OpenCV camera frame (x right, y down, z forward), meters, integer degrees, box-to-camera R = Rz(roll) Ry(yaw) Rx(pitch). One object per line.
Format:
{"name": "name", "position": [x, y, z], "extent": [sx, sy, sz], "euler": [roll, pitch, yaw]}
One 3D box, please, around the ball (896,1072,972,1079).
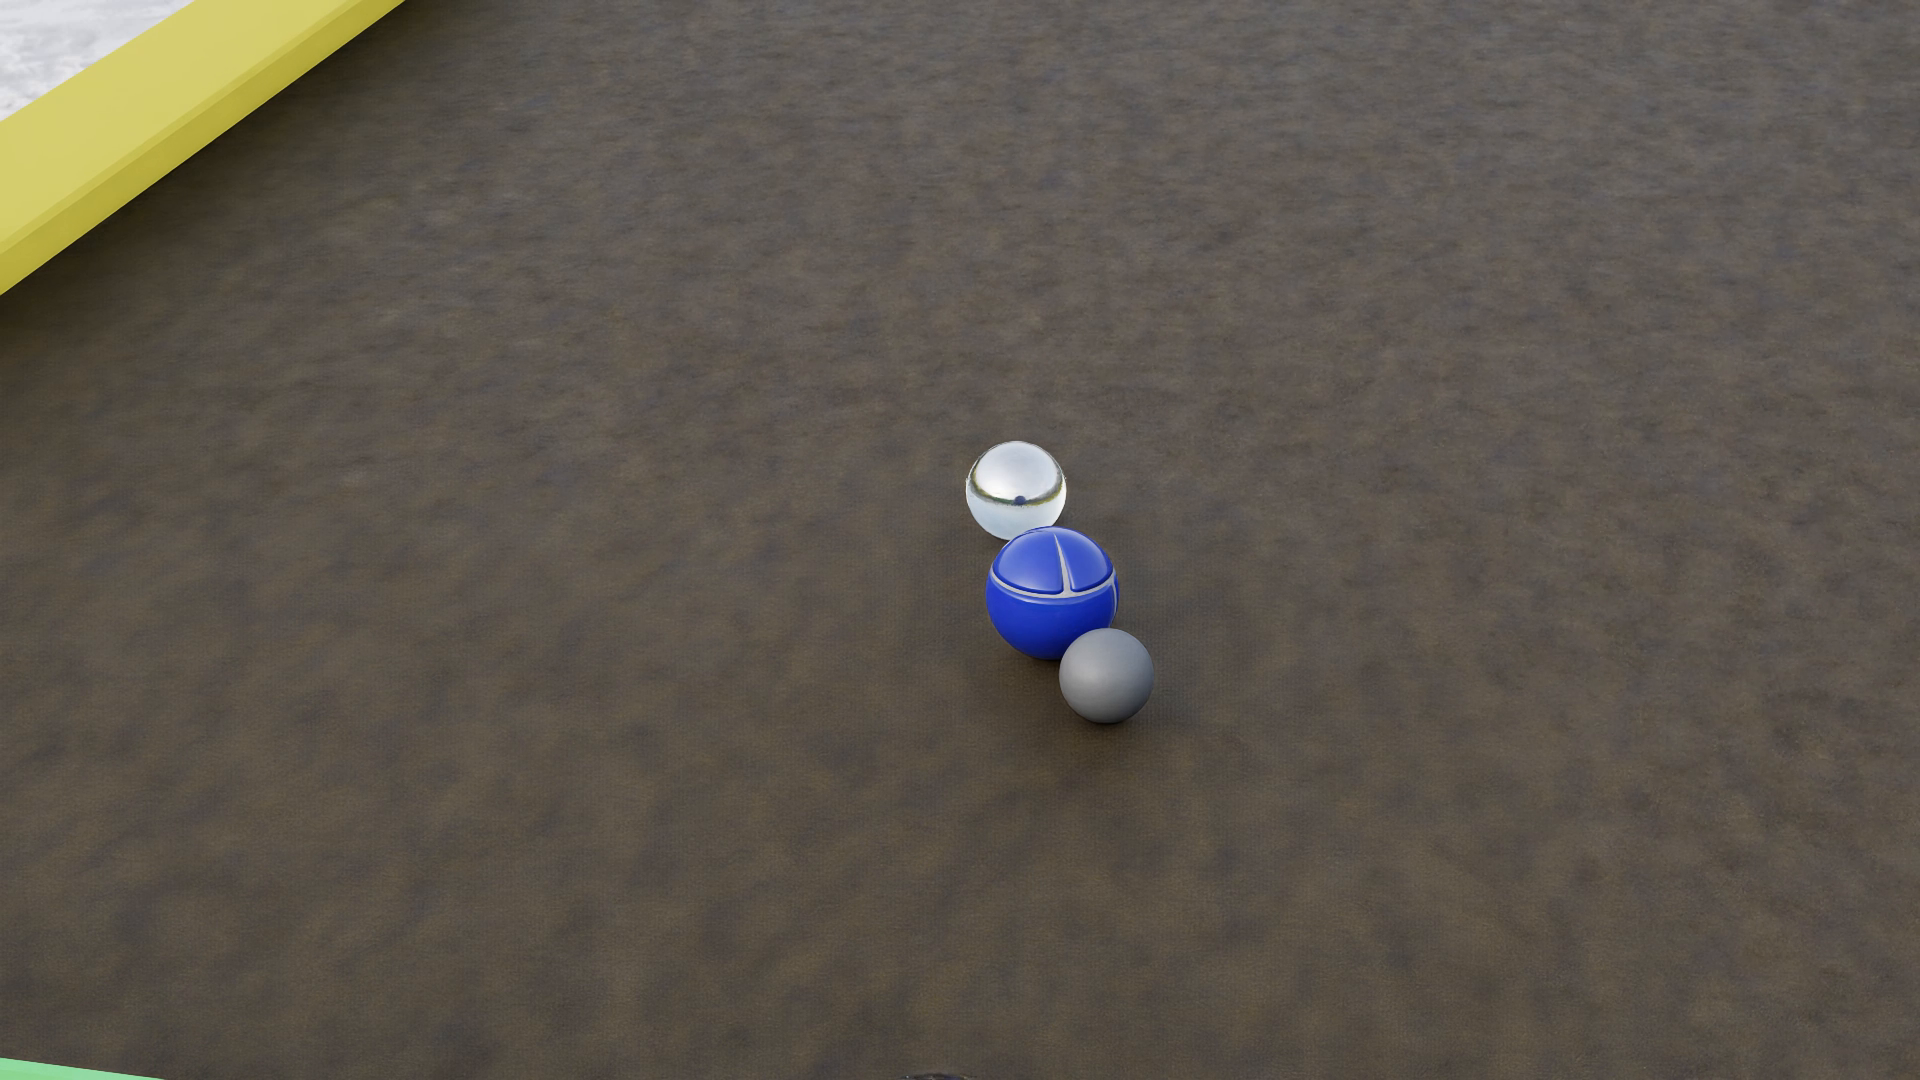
{"name": "ball", "position": [-0.011, 0.276, 1.248], "extent": [0.099, 0.099, 0.099], "euler": [0, 26, 0]}

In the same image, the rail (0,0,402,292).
{"name": "rail", "position": [-0.655, -0.416, 2.623], "extent": [0.045, 0.128, 2.943], "euler": [5, 27, 11]}

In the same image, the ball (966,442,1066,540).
{"name": "ball", "position": [0.037, -0.032, 1.913], "extent": [0.065, 0.065, 0.065], "euler": [0, 26, 0]}

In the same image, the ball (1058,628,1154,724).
{"name": "ball", "position": [0.085, 0.078, 1.700], "extent": [0.055, 0.055, 0.055], "euler": [0, 26, 0]}

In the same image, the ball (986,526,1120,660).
{"name": "ball", "position": [0.055, 0.032, 1.766], "extent": [0.081, 0.081, 0.081], "euler": [0, 26, 0]}

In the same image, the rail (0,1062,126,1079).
{"name": "rail", "position": [-0.146, 0.282, 1.199], "extent": [1.694, 0.128, 0.045], "euler": [5, 27, 11]}
